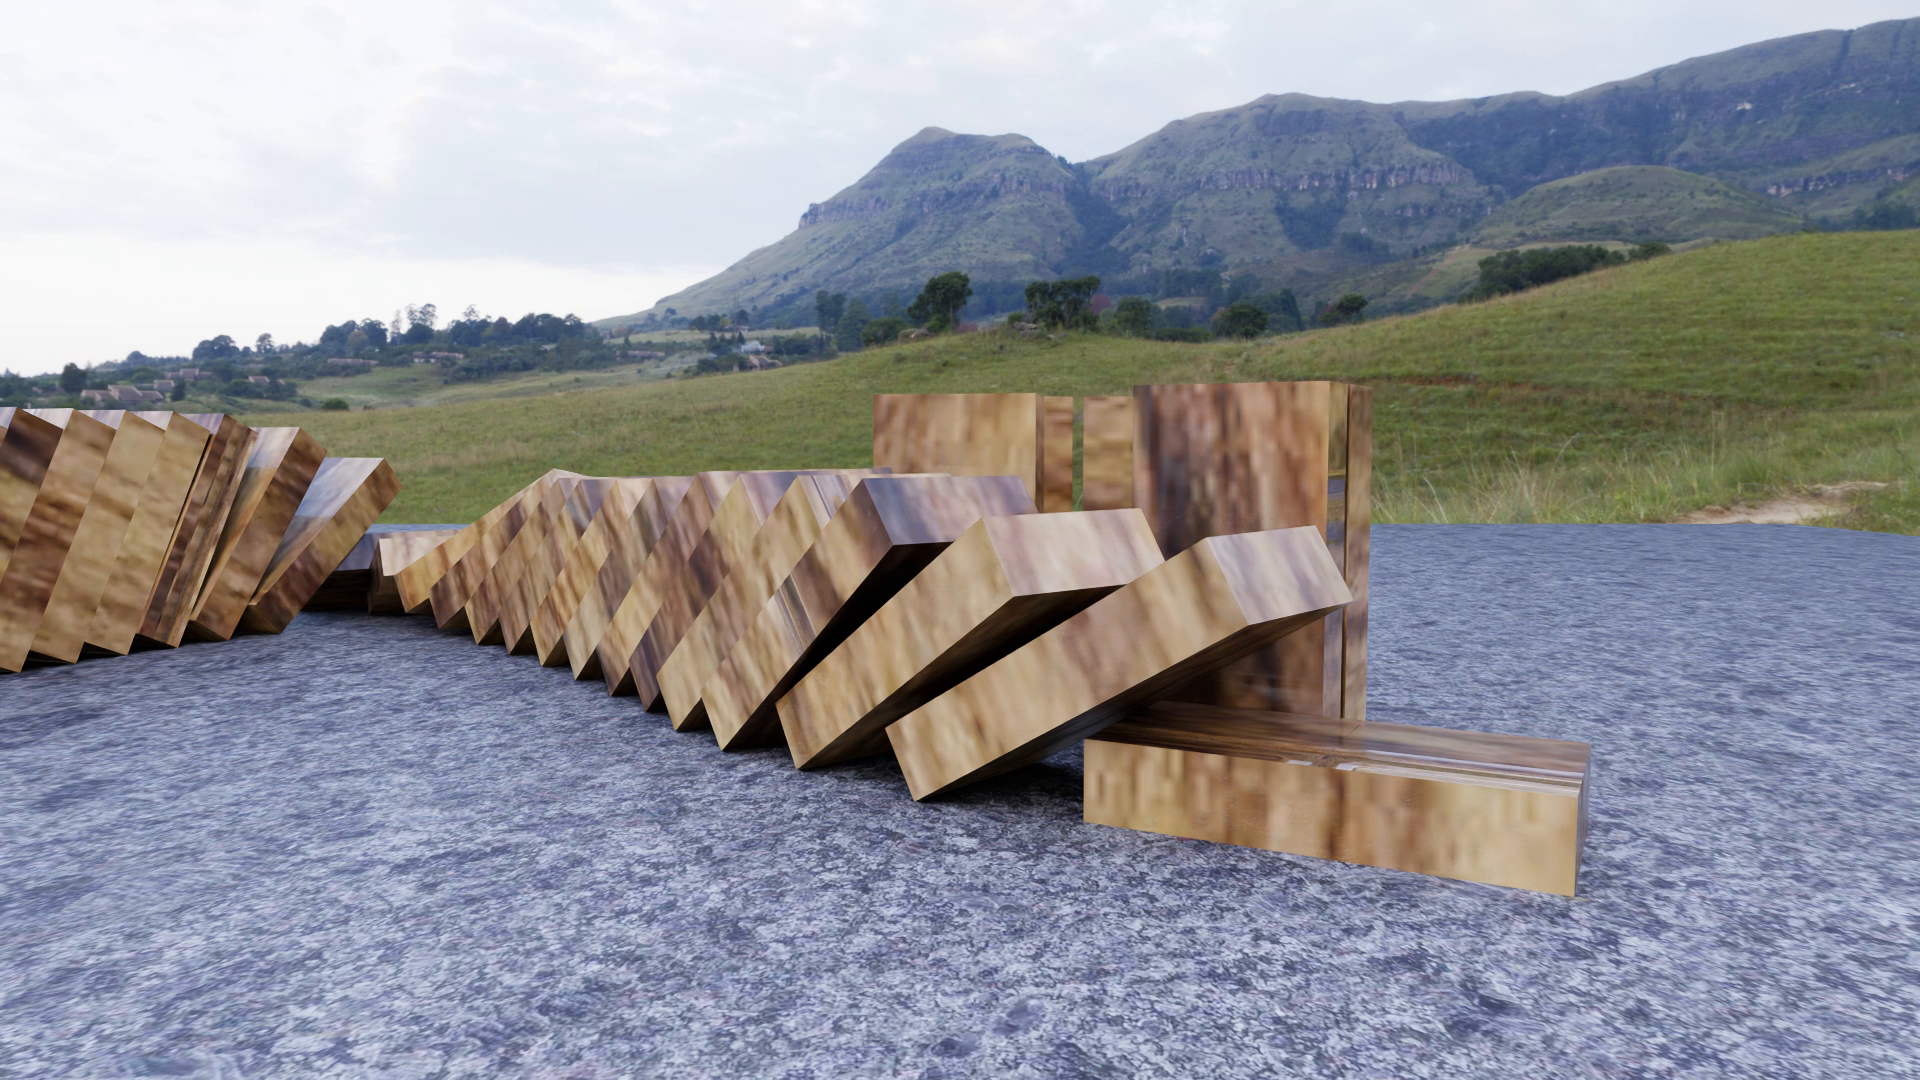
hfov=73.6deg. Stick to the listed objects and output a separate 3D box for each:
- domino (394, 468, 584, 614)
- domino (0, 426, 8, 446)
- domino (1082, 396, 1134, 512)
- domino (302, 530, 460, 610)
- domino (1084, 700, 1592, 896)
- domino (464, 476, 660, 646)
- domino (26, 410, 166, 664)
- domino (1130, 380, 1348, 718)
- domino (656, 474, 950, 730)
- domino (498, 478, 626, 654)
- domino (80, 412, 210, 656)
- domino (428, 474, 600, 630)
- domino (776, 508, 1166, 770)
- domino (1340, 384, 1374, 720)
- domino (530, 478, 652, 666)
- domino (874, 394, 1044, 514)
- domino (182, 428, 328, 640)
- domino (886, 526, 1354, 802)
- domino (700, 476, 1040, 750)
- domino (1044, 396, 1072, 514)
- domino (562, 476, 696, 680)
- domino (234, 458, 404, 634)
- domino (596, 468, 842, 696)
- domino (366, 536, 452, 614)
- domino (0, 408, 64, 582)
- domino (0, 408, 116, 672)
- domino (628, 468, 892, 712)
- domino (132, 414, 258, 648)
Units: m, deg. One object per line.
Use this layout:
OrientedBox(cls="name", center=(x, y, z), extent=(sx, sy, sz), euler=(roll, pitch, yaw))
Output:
OrientedBox(cls="domino", center=(-0.102, 0.002, 0.296), extent=(0.050, 0.010, 0.025), euler=(-30, -16, 17))
OrientedBox(cls="domino", center=(-0.192, 0.001, 0.227), extent=(0.025, 0.050, 0.009), euler=(2, -21, 19))
OrientedBox(cls="domino", center=(0.026, 0.001, 0.218), extent=(0.009, 0.050, 0.025), euler=(0, 4, 6))
OrientedBox(cls="domino", center=(-0.144, 0.007, 0.337), extent=(0.050, 0.009, 0.025), euler=(-4, -22, -44))
OrientedBox(cls="domino", center=(0.042, 0.027, 0.143), extent=(0.050, 0.009, 0.025), euler=(2, 5, 29))
OrientedBox(cls="domino", center=(-0.081, 0.005, 0.267), extent=(0.025, 0.010, 0.050), euler=(-4, -28, -46))
OrientedBox(cls="domino", center=(-0.181, -0.001, 0.257), extent=(0.025, 0.050, 0.009), euler=(2, -21, 19))
OrientedBox(cls="domino", center=(0.036, 0.005, 0.165), extent=(0.025, 0.050, 0.010), euler=(2, 5, 29))
OrientedBox(cls="domino", center=(-0.022, 0.010, 0.184), extent=(0.025, 0.009, 0.050), euler=(-3, -33, -40))
OrientedBox(cls="domino", center=(-0.070, 0.006, 0.252), extent=(0.025, 0.010, 0.050), euler=(-4, -29, -40))
OrientedBox(cls="domino", center=(-0.177, -0.002, 0.267), extent=(0.025, 0.050, 0.010), euler=(2, -21, 19))
OrientedBox(cls="domino", center=(-0.092, 0.003, 0.281), extent=(0.050, 0.010, 0.025), euler=(-36, -21, 31))
OrientedBox(cls="domino", center=(0.000, 0.013, 0.160), extent=(0.025, 0.009, 0.050), euler=(-4, -26, -40))
OrientedBox(cls="domino", center=(0.042, 0.004, 0.175), extent=(0.025, 0.050, 0.009), euler=(3, 5, 33))
OrientedBox(cls="domino", center=(-0.059, 0.006, 0.238), extent=(0.025, 0.010, 0.050), euler=(-3, -30, -39))
OrientedBox(cls="domino", center=(0.000, 0.003, 0.200), extent=(0.025, 0.050, 0.009), euler=(1, 4, 11))
OrientedBox(cls="domino", center=(-0.166, -0.002, 0.290), extent=(0.025, 0.050, 0.010), euler=(2, -31, 19))
OrientedBox(cls="domino", center=(0.017, 0.015, 0.149), extent=(0.050, 0.009, 0.025), euler=(-35, -19, 36))
OrientedBox(cls="domino", center=(-0.013, 0.010, 0.172), extent=(0.025, 0.009, 0.050), euler=(-3, -33, -40))
OrientedBox(cls="domino", center=(0.009, 0.001, 0.216), extent=(0.010, 0.050, 0.025), euler=(-2, 5, -24))
OrientedBox(cls="domino", center=(-0.049, 0.007, 0.224), extent=(0.025, 0.009, 0.050), euler=(-4, -30, -38))
OrientedBox(cls="domino", center=(-0.159, 0.000, 0.305), extent=(0.025, 0.009, 0.050), euler=(2, 44, 19))
OrientedBox(cls="domino", center=(-0.039, 0.008, 0.210), extent=(0.025, 0.010, 0.050), euler=(-4, -32, -39))
OrientedBox(cls="domino", center=(-0.122, 0.008, 0.325), extent=(0.050, 0.010, 0.025), euler=(-3, -23, -34))
OrientedBox(cls="domino", center=(-0.188, 0.000, 0.237), extent=(0.025, 0.050, 0.009), euler=(2, -21, 19))
OrientedBox(cls="domino", center=(-0.185, -0.001, 0.247), extent=(0.025, 0.050, 0.010), euler=(2, -21, 19))
OrientedBox(cls="domino", center=(-0.030, 0.008, 0.197), extent=(0.025, 0.010, 0.050), euler=(-5, -32, -38))
OrientedBox(cls="domino", center=(-0.173, -0.003, 0.277), extent=(0.025, 0.050, 0.009), euler=(2, -22, 19))
